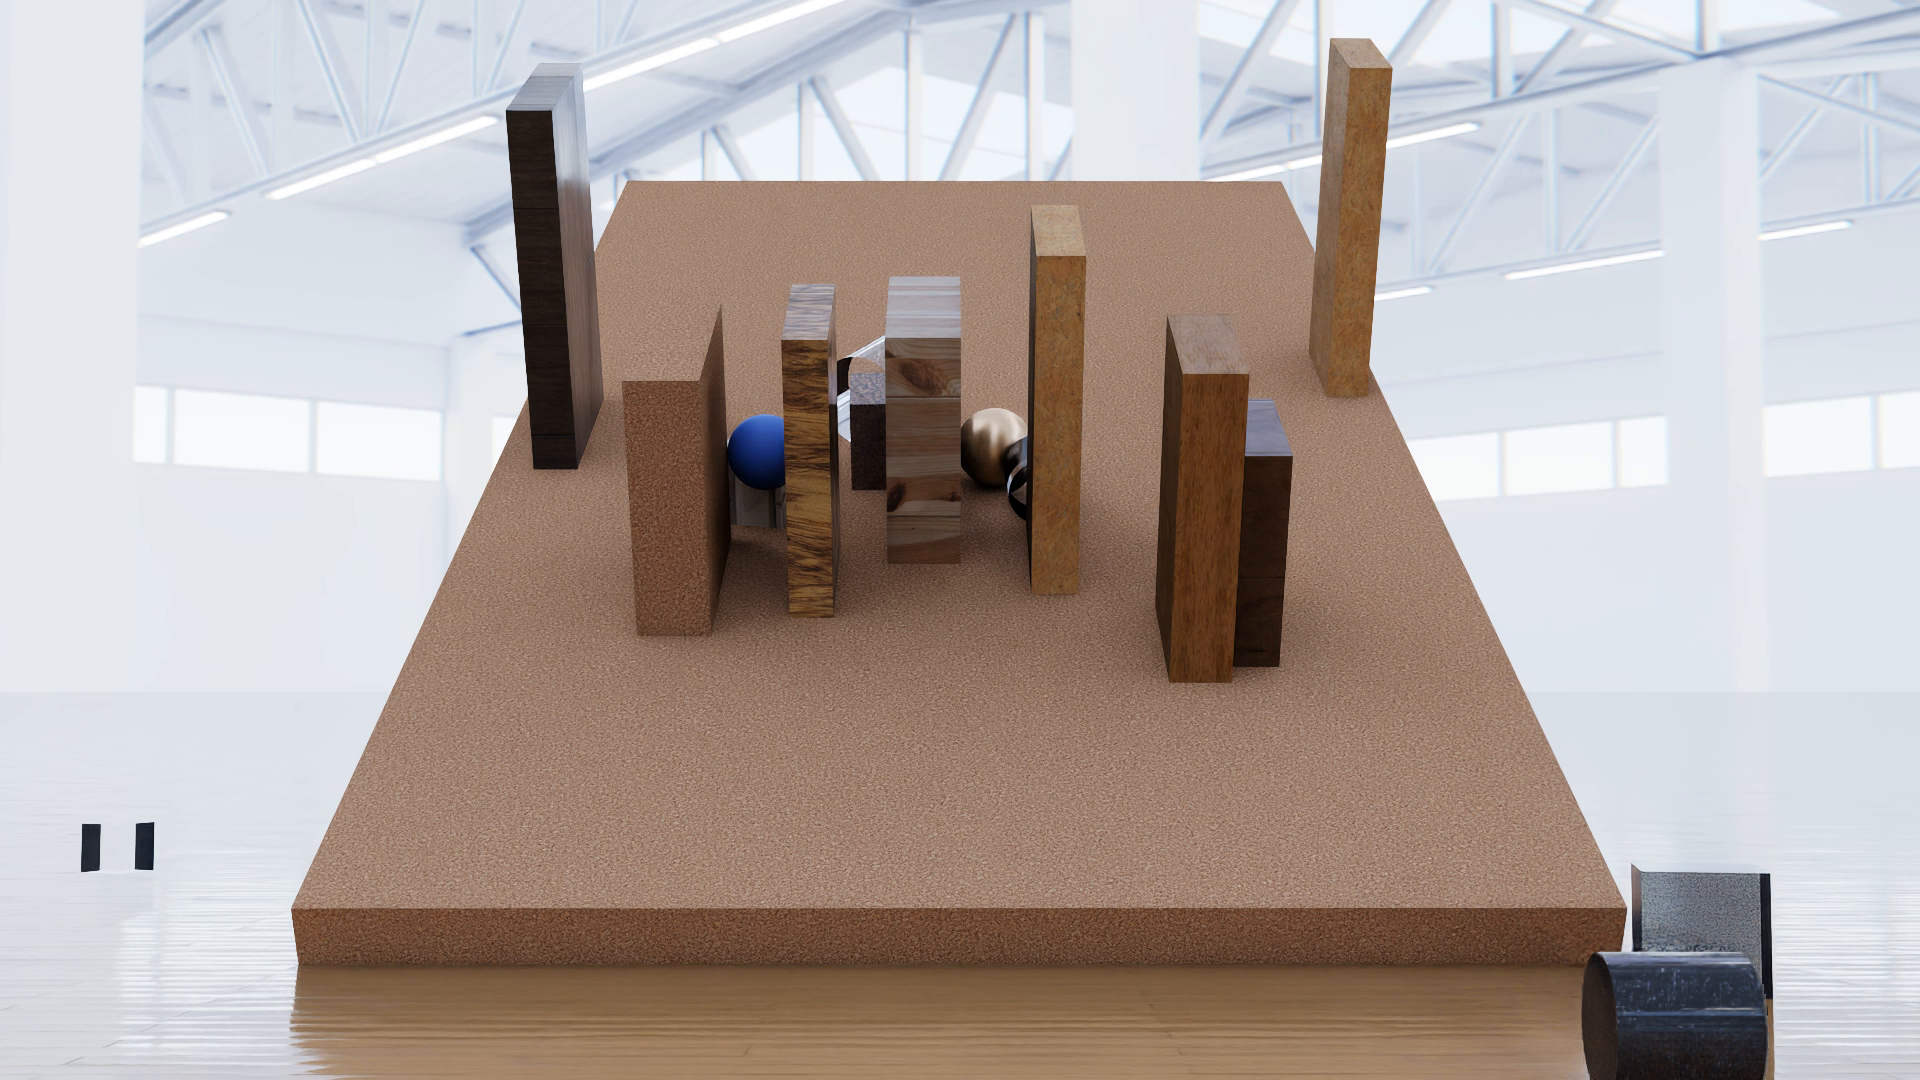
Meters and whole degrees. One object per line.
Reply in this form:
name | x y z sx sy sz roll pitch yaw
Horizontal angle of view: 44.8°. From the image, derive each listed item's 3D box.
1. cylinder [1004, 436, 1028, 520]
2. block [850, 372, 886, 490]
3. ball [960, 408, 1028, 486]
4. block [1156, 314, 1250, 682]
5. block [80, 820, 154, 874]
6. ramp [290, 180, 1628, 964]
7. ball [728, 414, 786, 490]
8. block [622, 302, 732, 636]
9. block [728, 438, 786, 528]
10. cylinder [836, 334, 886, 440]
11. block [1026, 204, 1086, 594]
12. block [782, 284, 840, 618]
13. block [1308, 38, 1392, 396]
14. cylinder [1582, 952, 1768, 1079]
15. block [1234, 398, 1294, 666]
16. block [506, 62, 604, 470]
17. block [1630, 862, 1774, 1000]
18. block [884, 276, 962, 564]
cylinder | 0.166 -0.125 4.808 0.143 0.143 0.143 0 24 -4
block | -0.136 -0.235 4.986 0.194 0.194 0.194 -1 24 -1
ball | 0.074 -0.197 4.939 0.165 0.165 0.165 0 -4 0
block | 0.428 -0.076 4.167 0.112 0.584 0.310 0 24 0
block | -1.909 0.696 5.286 0.110 0.110 0.110 -2 -4 23
ramp | -0.008 -0.229 5.330 2.000 0.100 4.000 0 24 0
ball | -0.386 -0.174 4.625 0.151 0.151 0.151 0 -4 0
block | -0.528 -0.142 4.405 0.136 0.502 0.439 0 24 0
block | -0.417 -0.122 4.799 0.142 0.142 0.142 5 25 10
cylinder | -0.165 -0.340 5.201 0.210 0.210 0.210 -2 20 32
block | 0.181 -0.271 4.484 0.090 0.676 0.324 0 24 0
block | -0.279 -0.171 4.410 0.082 0.552 0.318 0 24 0
block | 0.904 -0.750 5.430 0.094 0.772 0.304 0 24 0
cylinder | 0.730 0.497 2.392 0.147 0.147 0.147 0 -4 1
block | 0.534 -0.016 4.245 0.082 0.410 0.279 0 24 0
block | -0.874 -0.598 5.067 0.094 0.786 0.425 0 24 0
block | 1.027 0.540 3.238 0.168 0.168 0.168 -1 -4 11
block | -0.071 -0.244 4.672 0.144 0.472 0.373 0 24 0
